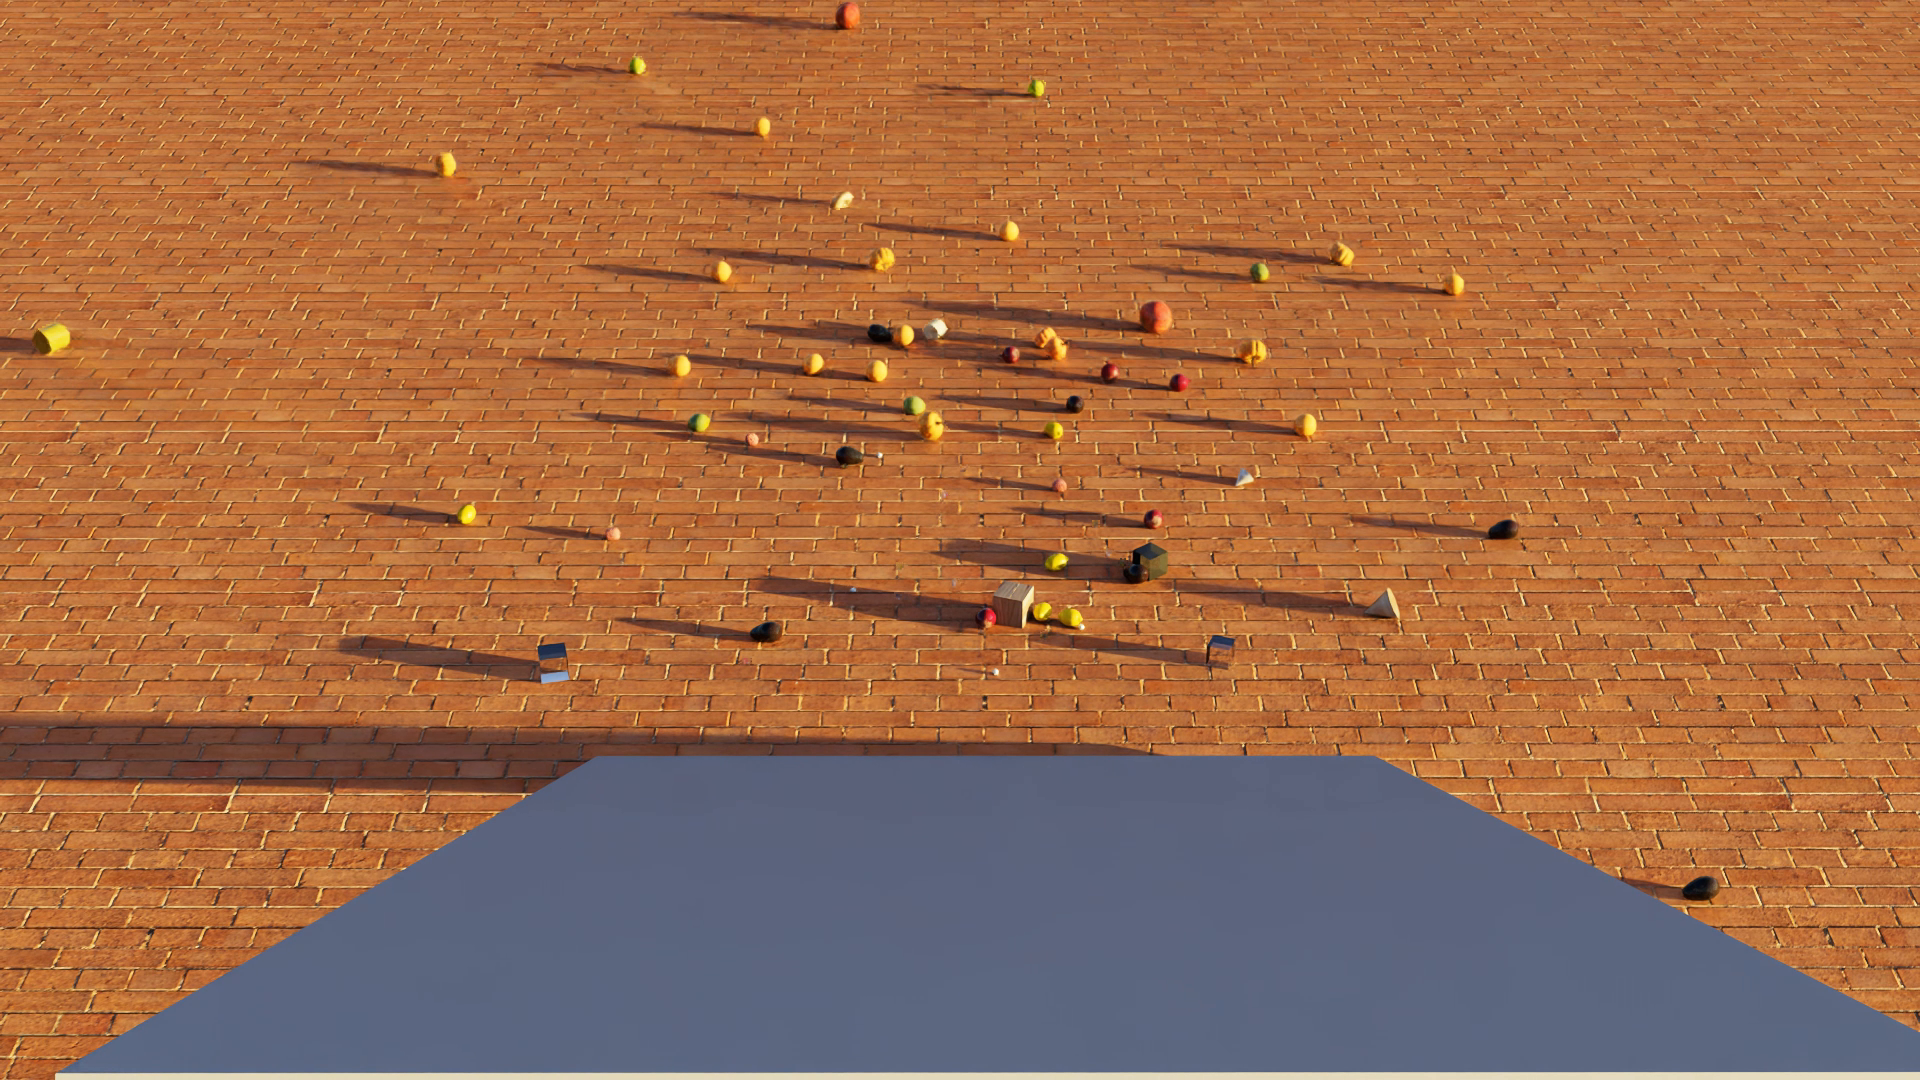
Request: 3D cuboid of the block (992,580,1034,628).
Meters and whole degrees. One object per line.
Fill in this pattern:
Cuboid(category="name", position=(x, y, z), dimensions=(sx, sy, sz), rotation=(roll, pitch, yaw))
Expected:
Cuboid(category="block", position=(0.151, 0.183, 7.383), dimensions=(0.090, 0.090, 0.090), rotation=(11, 32, 18))

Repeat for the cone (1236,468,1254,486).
Cuboid(category="cone", position=(0.877, -0.186, 8.082), dimensions=(0.054, 0.054, 0.054), rotation=(-42, 44, -13))

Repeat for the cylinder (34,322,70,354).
Cuboid(category="cylinder", position=(-3.120, -0.692, 8.889), dimensions=(0.085, 0.085, 0.085), rotation=(17, 34, 27))

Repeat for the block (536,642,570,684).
Cuboid(category="block", position=(-1.121, 0.339, 7.132), dimensions=(0.076, 0.076, 0.076), rotation=(-7, 31, -12))

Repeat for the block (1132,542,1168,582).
Cuboid(category="block", position=(0.558, 0.064, 7.606), dimensions=(0.073, 0.073, 0.073), rotation=(-23, 37, -34))

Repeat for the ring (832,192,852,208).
Cuboid(category="ring", position=(-0.454, -1.308, 9.961), dimensions=(0.089, 0.089, 0.030), rotation=(-22, 79, -33))

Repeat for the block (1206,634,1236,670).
Cuboid(category="block", position=(0.725, 0.312, 7.190), dimensions=(0.064, 0.064, 0.064), rotation=(11, 32, 18))

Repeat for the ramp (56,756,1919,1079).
Cuboid(category="ramp", position=(0.068, 0.602, 4.664), dimensions=(2.000, 0.100, 4.000), rotation=(0, 0, 0))
